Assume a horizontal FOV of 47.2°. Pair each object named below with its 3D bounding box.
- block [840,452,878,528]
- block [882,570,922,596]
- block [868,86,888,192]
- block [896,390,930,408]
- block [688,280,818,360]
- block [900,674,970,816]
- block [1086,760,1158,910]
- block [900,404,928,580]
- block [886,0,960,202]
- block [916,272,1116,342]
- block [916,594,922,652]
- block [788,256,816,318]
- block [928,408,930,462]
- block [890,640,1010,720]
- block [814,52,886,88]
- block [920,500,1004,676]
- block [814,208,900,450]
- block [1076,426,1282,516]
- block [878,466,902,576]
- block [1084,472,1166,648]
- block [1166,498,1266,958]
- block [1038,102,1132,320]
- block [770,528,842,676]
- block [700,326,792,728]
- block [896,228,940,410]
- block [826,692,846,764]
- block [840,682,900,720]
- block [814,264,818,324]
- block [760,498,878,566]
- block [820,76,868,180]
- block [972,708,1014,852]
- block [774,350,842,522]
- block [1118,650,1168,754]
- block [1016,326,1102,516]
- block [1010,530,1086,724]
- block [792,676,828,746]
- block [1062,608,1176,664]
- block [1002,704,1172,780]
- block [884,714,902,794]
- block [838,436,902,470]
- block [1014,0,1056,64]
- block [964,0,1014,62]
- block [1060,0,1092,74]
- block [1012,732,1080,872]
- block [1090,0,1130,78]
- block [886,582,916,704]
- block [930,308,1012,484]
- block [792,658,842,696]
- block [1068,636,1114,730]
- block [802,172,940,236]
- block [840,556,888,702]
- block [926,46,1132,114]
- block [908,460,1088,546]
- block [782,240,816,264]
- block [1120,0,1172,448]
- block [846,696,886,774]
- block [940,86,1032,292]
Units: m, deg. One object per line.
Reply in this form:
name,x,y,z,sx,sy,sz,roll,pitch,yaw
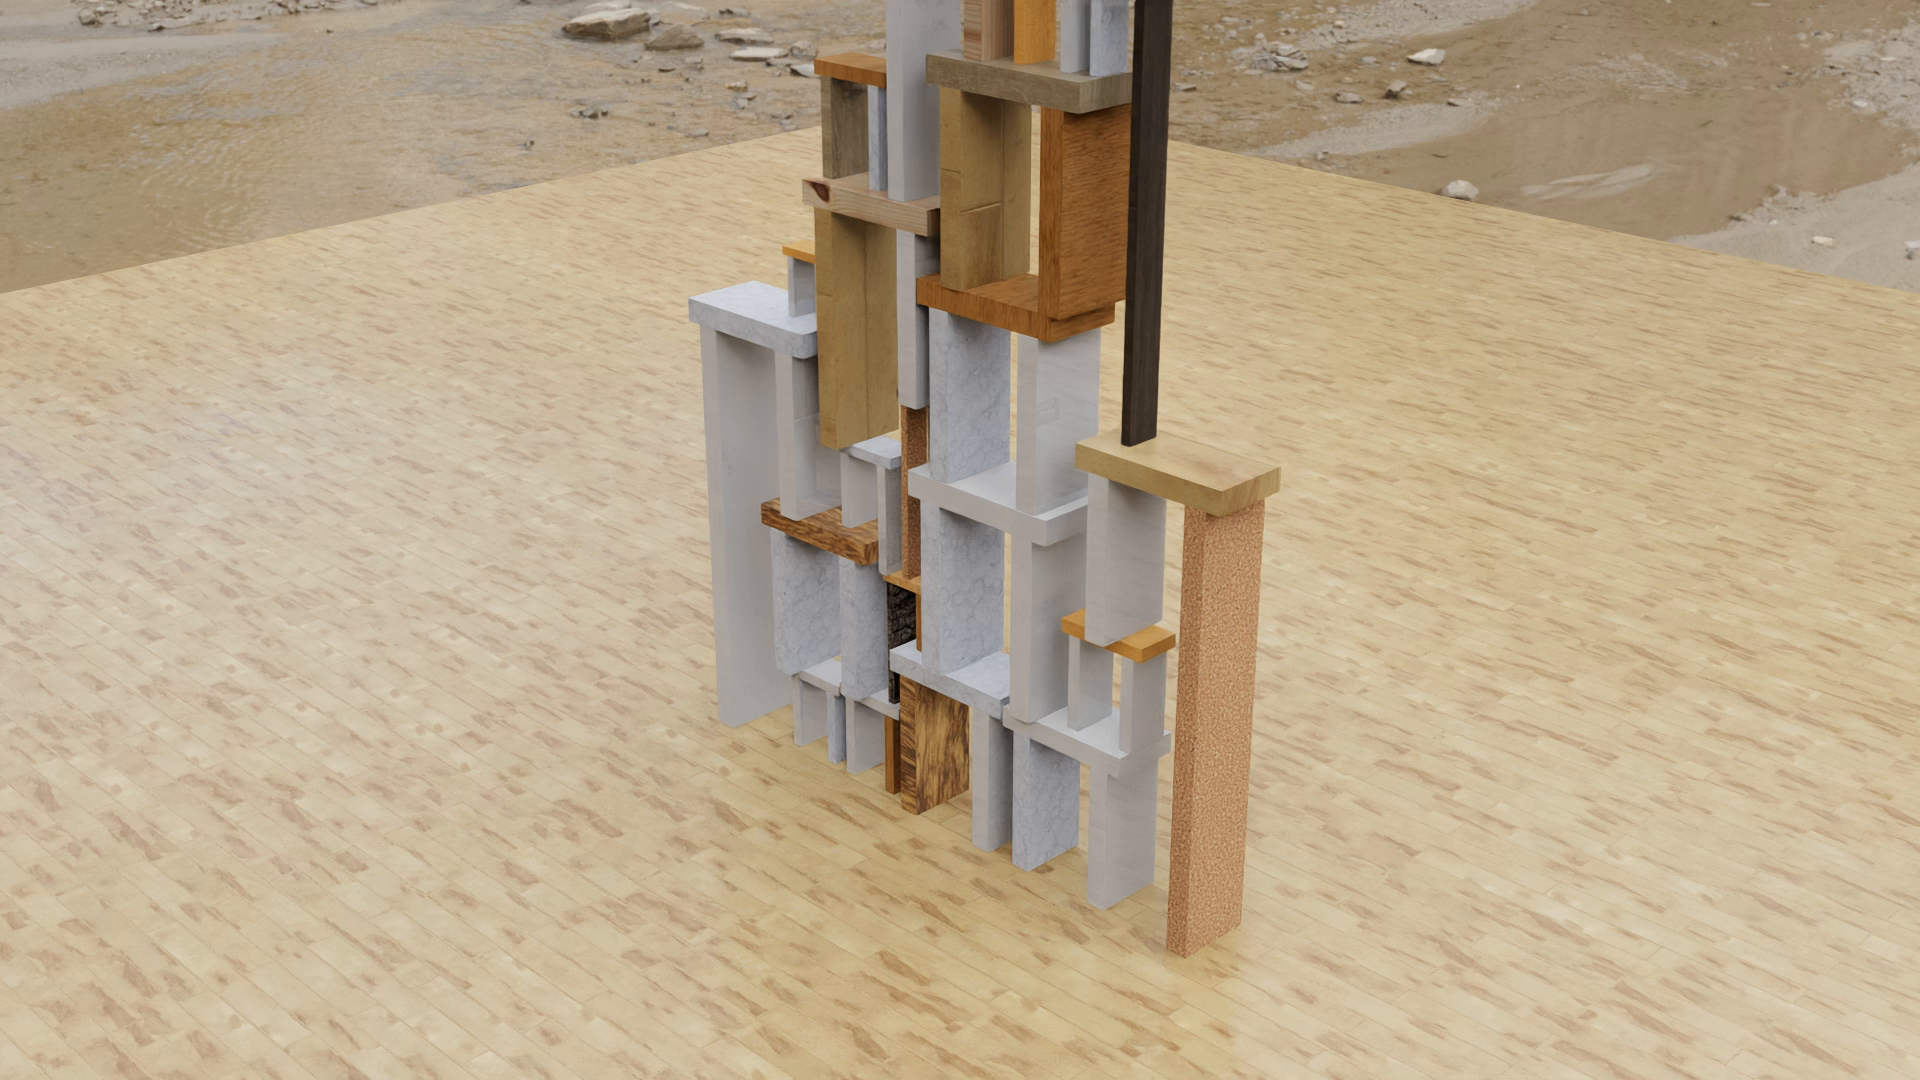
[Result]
block,-0.200,-0.109,4.390,0.023,0.159,0.080,21,31,41
block,-0.088,0.079,4.348,0.123,0.017,0.062,21,31,40
block,-0.124,-0.745,4.042,0.027,0.192,0.096,21,31,40
block,-0.063,-0.272,4.174,0.055,0.016,0.110,-21,31,-40
block,-0.368,-0.446,4.426,0.350,0.050,0.175,21,31,41
block,-0.050,0.391,4.450,0.043,0.304,0.152,21,31,41
block,0.306,0.535,4.126,0.041,0.292,0.146,21,31,41
block,-0.088,-0.103,4.275,0.016,0.375,0.055,21,31,40
block,-0.065,-0.895,3.912,0.041,0.568,0.145,21,31,41
block,0.098,-0.430,3.934,0.332,0.047,0.166,21,31,40
block,-0.058,0.155,4.348,0.017,0.123,0.062,21,31,41
block,-0.311,-0.507,4.349,0.017,0.123,0.062,22,31,40
block,-0.037,-0.205,4.174,0.016,0.110,0.055,21,31,41
block,0.022,0.259,4.316,0.304,0.043,0.152,21,31,41
block,-0.169,-0.864,4.041,0.192,0.027,0.096,21,31,41
block,0.006,0.070,4.252,0.050,0.355,0.178,21,31,41
block,-0.198,-0.423,4.259,0.048,0.475,0.168,21,31,41
block,0.371,-0.125,3.764,0.321,0.046,0.161,21,31,40
block,-0.125,-0.049,4.334,0.023,0.228,0.080,21,31,40
block,0.295,0.014,3.906,0.161,0.321,0.046,-21,31,-41
block,0.448,0.327,3.874,0.161,0.872,0.046,-21,31,-41
block,0.215,-0.571,3.749,0.051,0.357,0.179,21,31,40
block,-0.318,0.108,4.609,0.155,0.325,0.044,-21,31,-40
block,-0.450,-0.038,4.690,0.050,0.907,0.175,21,31,41
block,-0.039,-0.426,4.086,0.048,0.336,0.168,21,31,40
block,-0.241,0.383,4.646,0.082,0.165,0.023,-21,31,-41
block,-0.155,0.317,4.527,0.177,0.025,0.089,21,31,41
block,-0.253,-0.484,4.295,0.062,0.123,0.017,-22,31,-40
block,-0.244,-0.034,4.471,0.311,0.044,0.155,21,31,40
block,-0.215,-0.781,4.125,0.027,0.192,0.096,21,31,40
block,0.093,0.447,4.318,0.043,0.304,0.152,21,31,41
block,-0.284,-0.230,4.428,0.050,0.350,0.175,21,31,40
block,0.332,0.285,3.991,0.095,0.190,0.027,-21,31,-41
block,0.176,-0.224,3.936,0.047,0.332,0.166,21,31,41
block,0.174,0.142,4.100,0.050,0.369,0.178,21,31,41
block,-0.319,0.353,4.719,0.082,0.165,0.023,-21,31,-40
block,0.287,0.168,3.990,0.190,0.027,0.095,21,31,40
block,0.237,0.354,4.124,0.292,0.041,0.146,21,31,41
block,-0.113,0.427,4.528,0.025,0.177,0.089,21,31,41
block,-0.163,-0.179,4.319,0.159,0.023,0.080,21,31,41
block,0.127,-0.886,3.704,0.022,0.158,0.079,21,31,40
block,0.072,-0.970,3.732,0.041,0.290,0.145,21,31,40
block,0.201,-0.858,3.636,0.022,0.158,0.079,21,31,40
block,0.168,0.481,4.253,0.041,0.292,0.146,21,31,41
block,0.246,-0.838,3.609,0.020,0.142,0.071,21,31,41
block,-0.117,0.199,4.430,0.017,0.268,0.062,21,31,40
block,0.020,-0.286,4.080,0.047,0.332,0.166,21,31,41
block,-0.282,0.282,4.646,0.165,0.023,0.082,21,31,40
block,0.242,0.250,4.074,0.027,0.190,0.095,21,31,41
block,-0.119,-0.633,4.084,0.336,0.048,0.168,21,31,41
block,-0.171,0.158,4.473,0.044,0.311,0.155,21,31,41
block,0.131,-0.791,3.748,0.357,0.051,0.179,21,31,40
block,0.090,-0.084,4.095,0.178,0.050,0.356,-21,31,-41
block,-0.283,-0.560,4.294,0.123,0.017,0.062,21,31,40
block,0.310,-0.524,3.667,0.020,0.765,0.071,21,31,40
block,-0.197,0.394,4.604,0.025,0.177,0.089,21,31,41
block,0.046,-0.636,3.905,0.051,0.357,0.179,21,31,40
